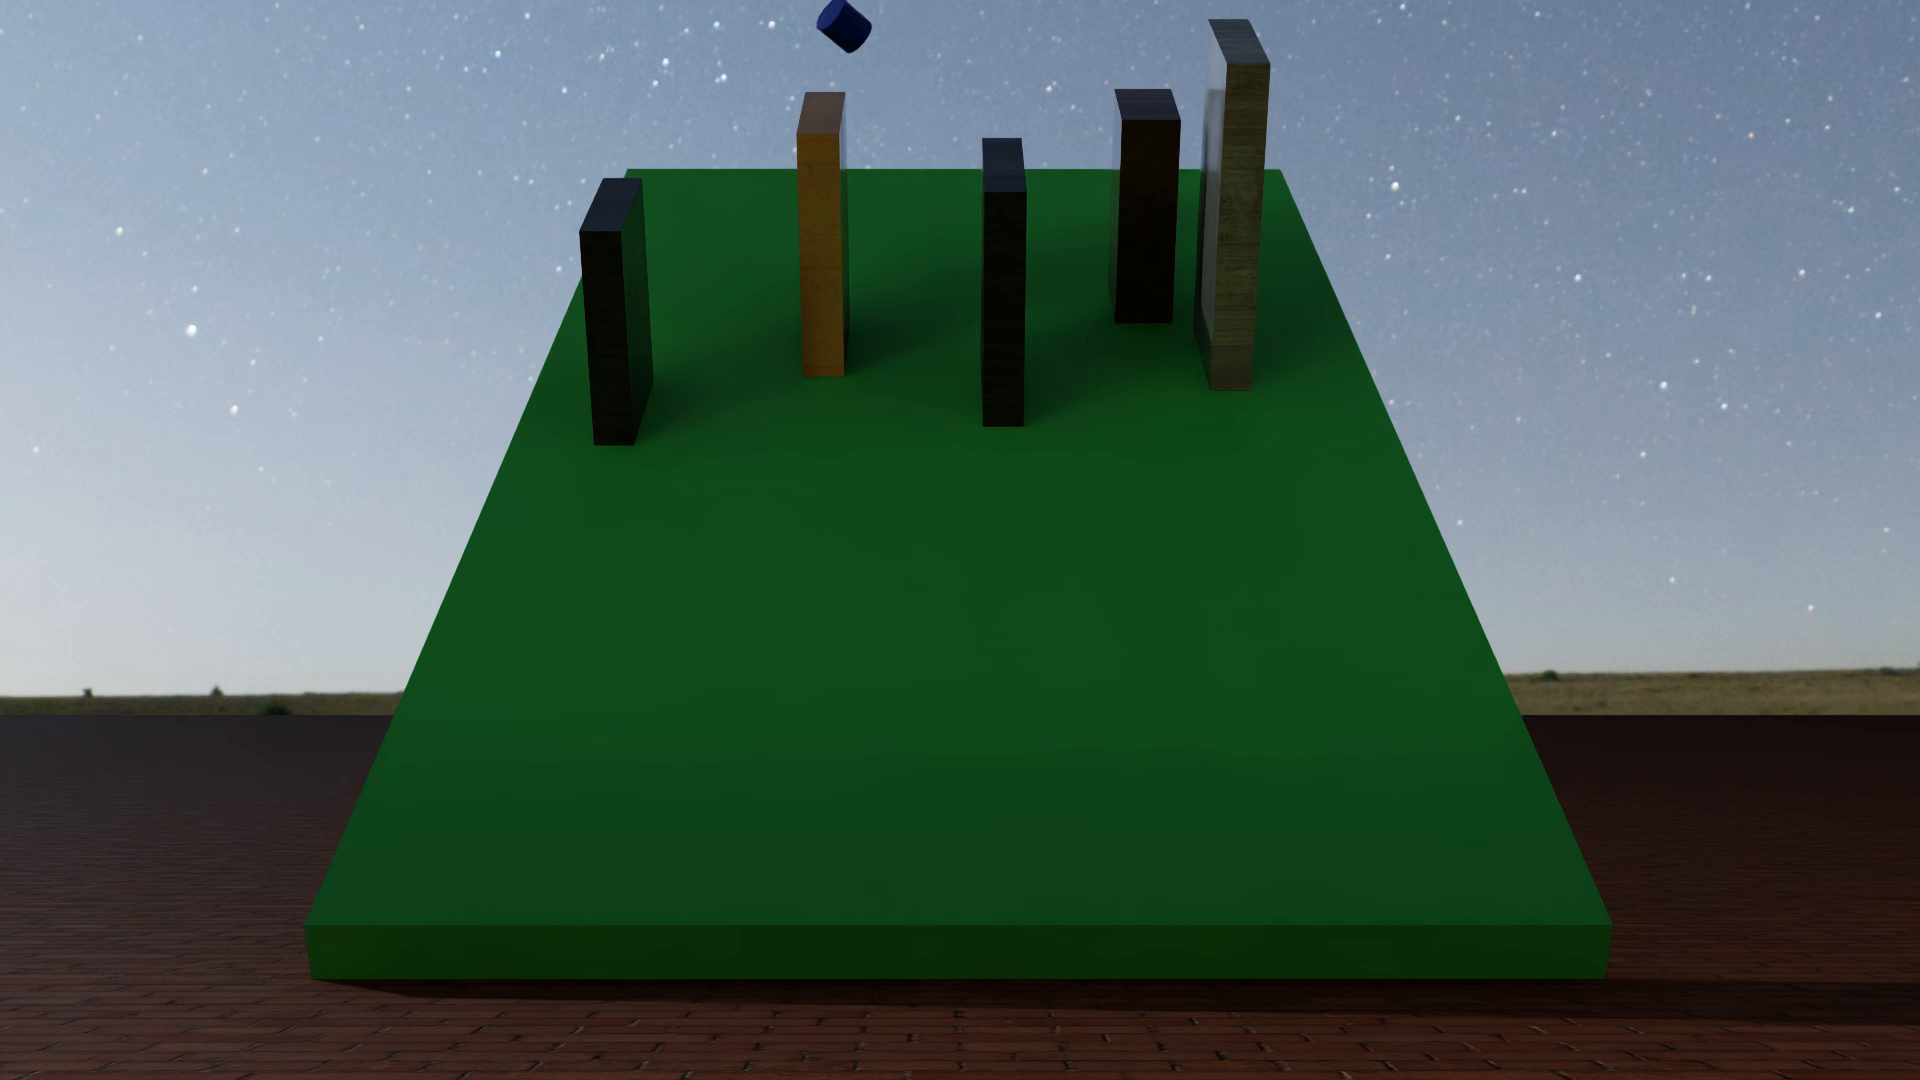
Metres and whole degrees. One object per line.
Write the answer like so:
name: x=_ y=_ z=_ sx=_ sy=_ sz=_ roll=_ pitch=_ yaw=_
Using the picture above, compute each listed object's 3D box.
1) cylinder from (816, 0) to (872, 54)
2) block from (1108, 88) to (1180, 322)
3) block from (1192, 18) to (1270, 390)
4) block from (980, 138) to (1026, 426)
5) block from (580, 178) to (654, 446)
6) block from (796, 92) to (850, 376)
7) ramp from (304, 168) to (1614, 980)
cylinder: x=-0.334 y=-1.483 z=6.770 sx=0.113 sy=0.113 sz=0.113 roll=35 pitch=-24 yaw=-33
block: x=0.467 y=-0.854 z=5.996 sx=0.145 sy=0.528 sz=0.293 roll=0 pitch=26 yaw=0
block: x=0.640 y=-0.799 z=5.587 sx=0.097 sy=0.783 sz=0.429 roll=0 pitch=26 yaw=0
block: x=0.098 y=-0.601 z=5.434 sx=0.092 sy=0.554 sz=0.427 roll=0 pitch=26 yaw=0
block: x=-0.775 y=-0.521 z=5.326 sx=0.089 sy=0.500 sz=0.389 roll=0 pitch=26 yaw=0
block: x=-0.327 y=-0.741 z=5.677 sx=0.098 sy=0.596 sz=0.371 roll=0 pitch=26 yaw=0
ramp: x=-0.009 y=-0.229 z=5.415 sx=2.000 sy=0.100 sz=4.000 roll=0 pitch=26 yaw=0
